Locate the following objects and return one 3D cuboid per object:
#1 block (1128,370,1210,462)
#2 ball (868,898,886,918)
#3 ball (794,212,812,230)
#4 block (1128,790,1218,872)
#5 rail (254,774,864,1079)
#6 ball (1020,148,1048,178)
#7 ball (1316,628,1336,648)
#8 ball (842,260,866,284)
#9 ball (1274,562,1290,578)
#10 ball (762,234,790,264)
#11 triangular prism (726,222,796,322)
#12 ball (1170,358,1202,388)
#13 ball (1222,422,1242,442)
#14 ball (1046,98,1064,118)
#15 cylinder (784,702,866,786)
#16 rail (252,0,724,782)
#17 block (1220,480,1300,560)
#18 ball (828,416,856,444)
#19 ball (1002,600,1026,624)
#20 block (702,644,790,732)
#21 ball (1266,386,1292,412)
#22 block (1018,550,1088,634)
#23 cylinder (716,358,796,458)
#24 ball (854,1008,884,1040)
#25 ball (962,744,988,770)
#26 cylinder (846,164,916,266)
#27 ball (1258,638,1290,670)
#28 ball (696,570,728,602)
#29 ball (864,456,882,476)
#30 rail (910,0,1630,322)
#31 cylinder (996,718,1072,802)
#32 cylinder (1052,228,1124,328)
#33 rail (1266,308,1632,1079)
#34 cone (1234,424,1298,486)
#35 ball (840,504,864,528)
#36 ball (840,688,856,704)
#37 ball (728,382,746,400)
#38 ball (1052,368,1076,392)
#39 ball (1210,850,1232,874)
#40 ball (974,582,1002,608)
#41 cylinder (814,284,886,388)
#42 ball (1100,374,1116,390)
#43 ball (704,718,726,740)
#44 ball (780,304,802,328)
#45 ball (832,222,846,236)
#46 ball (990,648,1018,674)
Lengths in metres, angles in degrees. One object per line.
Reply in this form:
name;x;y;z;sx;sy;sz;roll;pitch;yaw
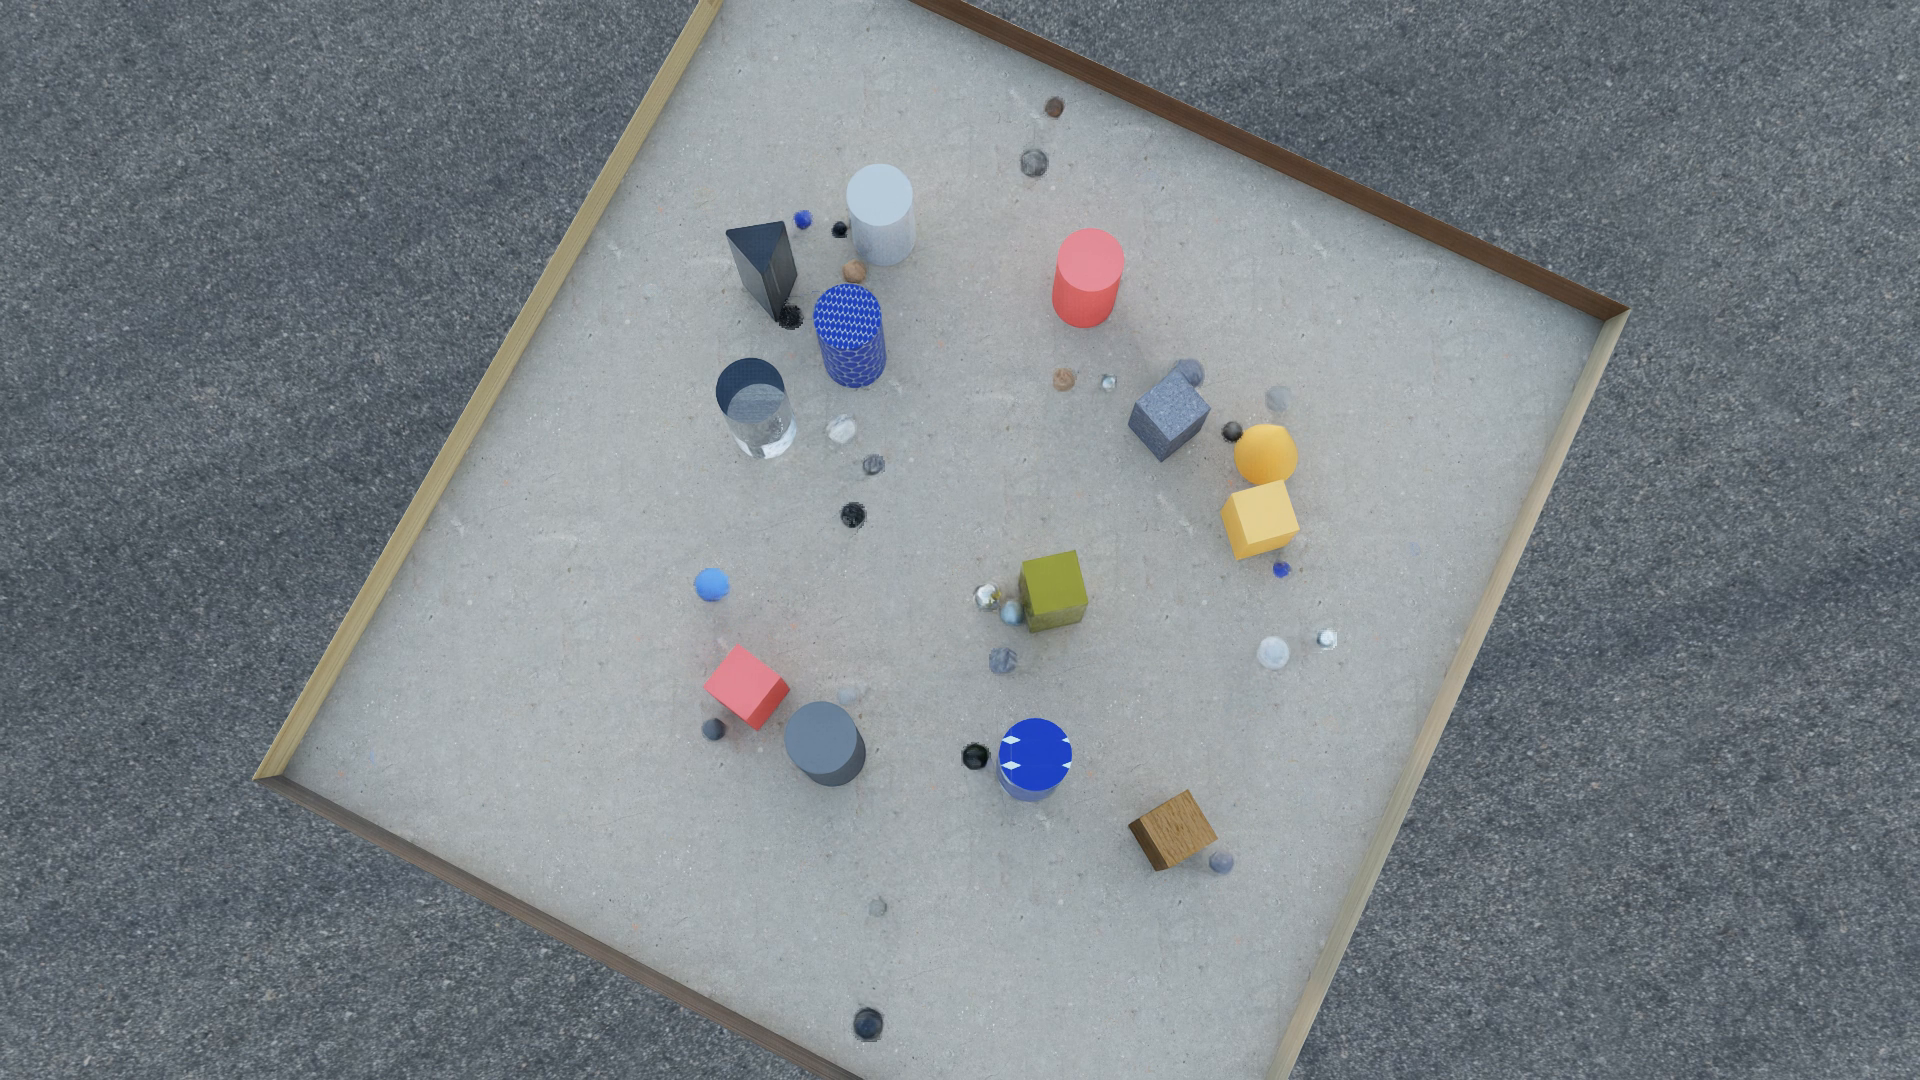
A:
block;0.632;-0.374;5.560;0.159;0.263;0.159;-39;81;-7
ball;-0.241;1.078;5.366;0.054;0.054;0.054;0;78;0
ball;-0.496;-1.011;5.798;0.054;0.054;0.054;0;78;0
block;0.607;0.836;5.257;0.159;0.365;0.159;-30;80;-6
rail;-0.691;1.360;5.268;3.050;0.129;0.045;26;80;5
ball;0.234;-1.196;5.819;0.089;0.089;0.089;0;78;0
ball;1.103;0.296;5.526;0.057;0.057;0.057;0;78;0
ball;-0.330;-0.842;5.753;0.075;0.075;0.075;0;78;0
ball;0.982;0.089;5.574;0.047;0.047;0.047;0;78;0
ball;-0.579;-0.914;5.760;0.090;0.090;0.090;0;78;0
triangular prism;-0.573;-0.840;5.567;0.149;0.438;0.172;-40;81;-8
ball;0.701;-0.513;5.672;0.099;0.099;0.099;0;78;0
ball;0.841;-0.335;5.655;0.061;0.061;0.061;0;78;0
ball;0.304;-1.385;5.873;0.060;0.060;0.060;0;78;0
cylinder;-0.381;0.589;5.245;0.199;0.490;0.199;0;78;0
rail;-1.343;-0.651;5.684;0.045;0.129;3.138;26;80;5
block;0.898;-0.059;5.504;0.159;0.244;0.159;-16;79;-3
ball;-0.366;-0.340;5.643;0.086;0.086;0.086;0;78;0
ball;0.161;0.219;5.534;0.073;0.073;0.073;0;78;0
block;-0.623;0.435;5.373;0.159;0.302;0.159;37;81;7
ball;0.986;-0.434;5.666;0.079;0.079;0.079;0;78;0
block;0.272;0.156;5.408;0.159;0.344;0.159;-12;79;-3
cylinder;-0.606;-0.390;5.489;0.199;0.407;0.199;0;78;0
ball;-0.263;1.396;5.283;0.088;0.088;0.088;0;78;0
ball;0.045;0.645;5.444;0.077;0.077;0.077;0;78;0
cylinder;-0.241;-0.998;5.648;0.199;0.342;0.199;0;78;0
ball;0.940;0.340;5.498;0.095;0.095;0.095;0;78;0
ball;-0.750;0.138;5.538;0.097;0.097;0.097;0;78;0
ball;-0.267;-0.230;5.633;0.060;0.060;0.060;0;78;0
rail;0.691;-1.346;5.828;3.050;0.129;0.045;26;80;5
cylinder;0.207;0.634;5.242;0.199;0.477;0.199;0;78;0
cylinder;0.389;-0.797;5.607;0.199;0.343;0.199;0;78;0
rail;1.343;0.664;5.412;0.045;0.129;3.138;26;80;5
cone;0.947;-0.297;5.508;0.199;0.334;0.199;0;78;0
ball;-0.328;-0.075;5.595;0.073;0.073;0.073;0;78;0
ball;-0.335;0.468;5.494;0.051;0.051;0.051;0;78;0
ball;-0.692;-0.465;5.685;0.055;0.055;0.055;0;78;0
ball;0.321;-0.495;5.683;0.072;0.072;0.072;0;78;0
ball;0.766;0.948;5.386;0.068;0.068;0.068;0;78;0
ball;0.084;0.166;5.539;0.084;0.084;0.084;0;78;0
cylinder;-0.328;-0.611;5.537;0.199;0.404;0.199;0;78;0
ball;0.459;-0.489;5.693;0.049;0.049;0.049;0;78;0
ball;-0.732;0.565;5.466;0.066;0.066;0.066;0;78;0
ball;-0.530;-0.700;5.726;0.069;0.069;0.069;0;78;0
ball;-0.381;-0.984;5.797;0.045;0.045;0.045;0;78;0
ball;0.132;0.362;5.500;0.081;0.081;0.081;0;78;0
